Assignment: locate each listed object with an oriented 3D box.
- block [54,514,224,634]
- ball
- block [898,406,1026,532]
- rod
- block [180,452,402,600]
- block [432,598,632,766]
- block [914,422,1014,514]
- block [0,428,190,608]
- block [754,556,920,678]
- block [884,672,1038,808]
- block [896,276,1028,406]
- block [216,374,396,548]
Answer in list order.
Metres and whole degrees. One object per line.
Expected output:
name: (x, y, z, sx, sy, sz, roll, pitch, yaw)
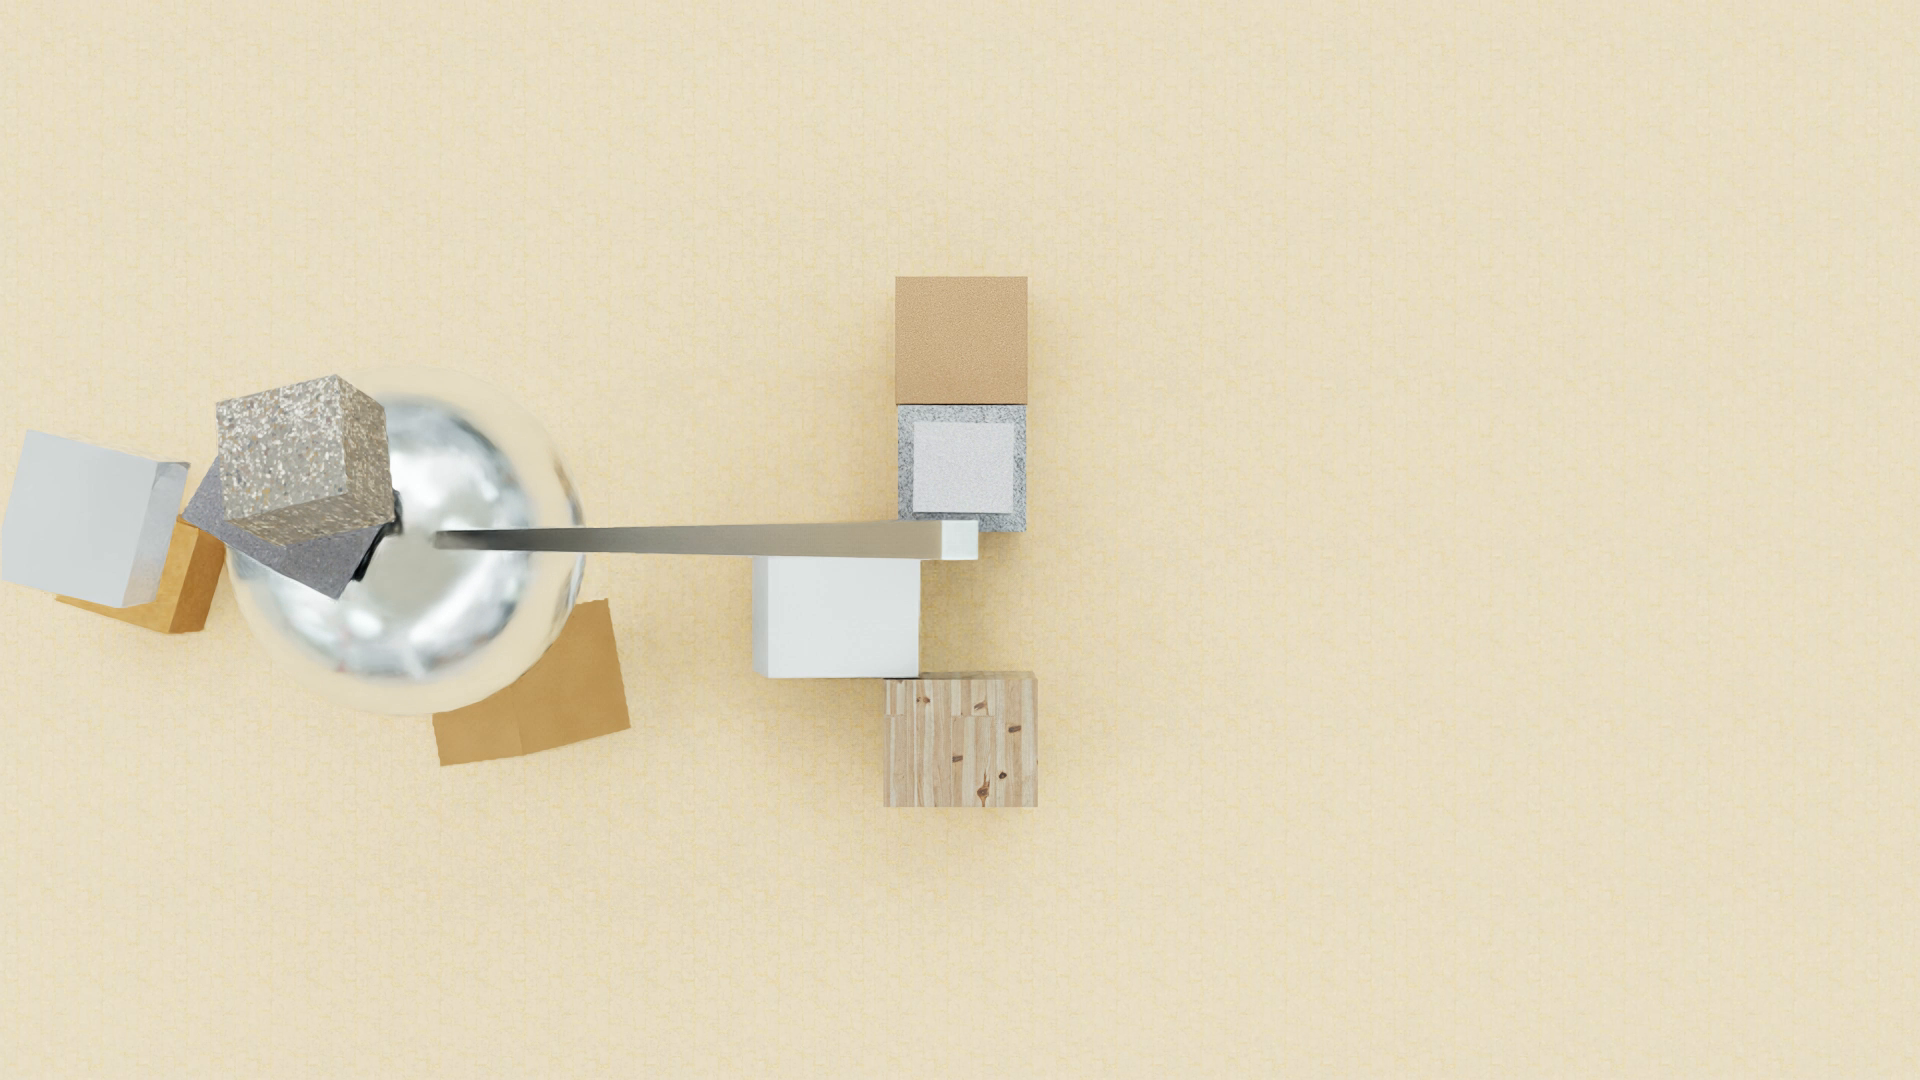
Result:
block: (-4.705, 0.141, 12.711, 0.668, 0.578, 0.623, 17, 90, 0)
ball: (-2.499, 0.000, 9.983, 1.600, 1.600, 1.600, 0, 90, 0)
block: (0.012, -0.402, 12.675, 0.721, 0.650, 0.711, 0, 90, 0)
rod: (-1.083, 0.000, 6.892, 0.080, 5.200, 0.080, 0, 90, -25)
block: (-2.727, -0.145, 8.983, 0.544, 0.440, 0.515, 26, 82, 23)
block: (-2.463, 0.801, 12.460, 0.668, 0.851, 0.758, -10, 90, 35)
block: (0.019, -0.388, 12.069, 0.534, 0.562, 0.480, 1, 90, 0)
block: (-3.820, -0.097, 9.694, 0.556, 0.597, 0.653, 14, 90, -7)
block: (-0.715, 0.361, 12.563, 0.847, 0.714, 0.801, 0, 90, -12)
block: (0.003, 1.128, 12.595, 0.856, 0.810, 0.707, 0, 90, 0)
block: (0.009, -1.124, 12.678, 0.744, 0.644, 0.714, 0, 90, 0)
block: (-2.524, -0.300, 8.496, 0.497, 0.418, 0.476, -12, 74, 8)
